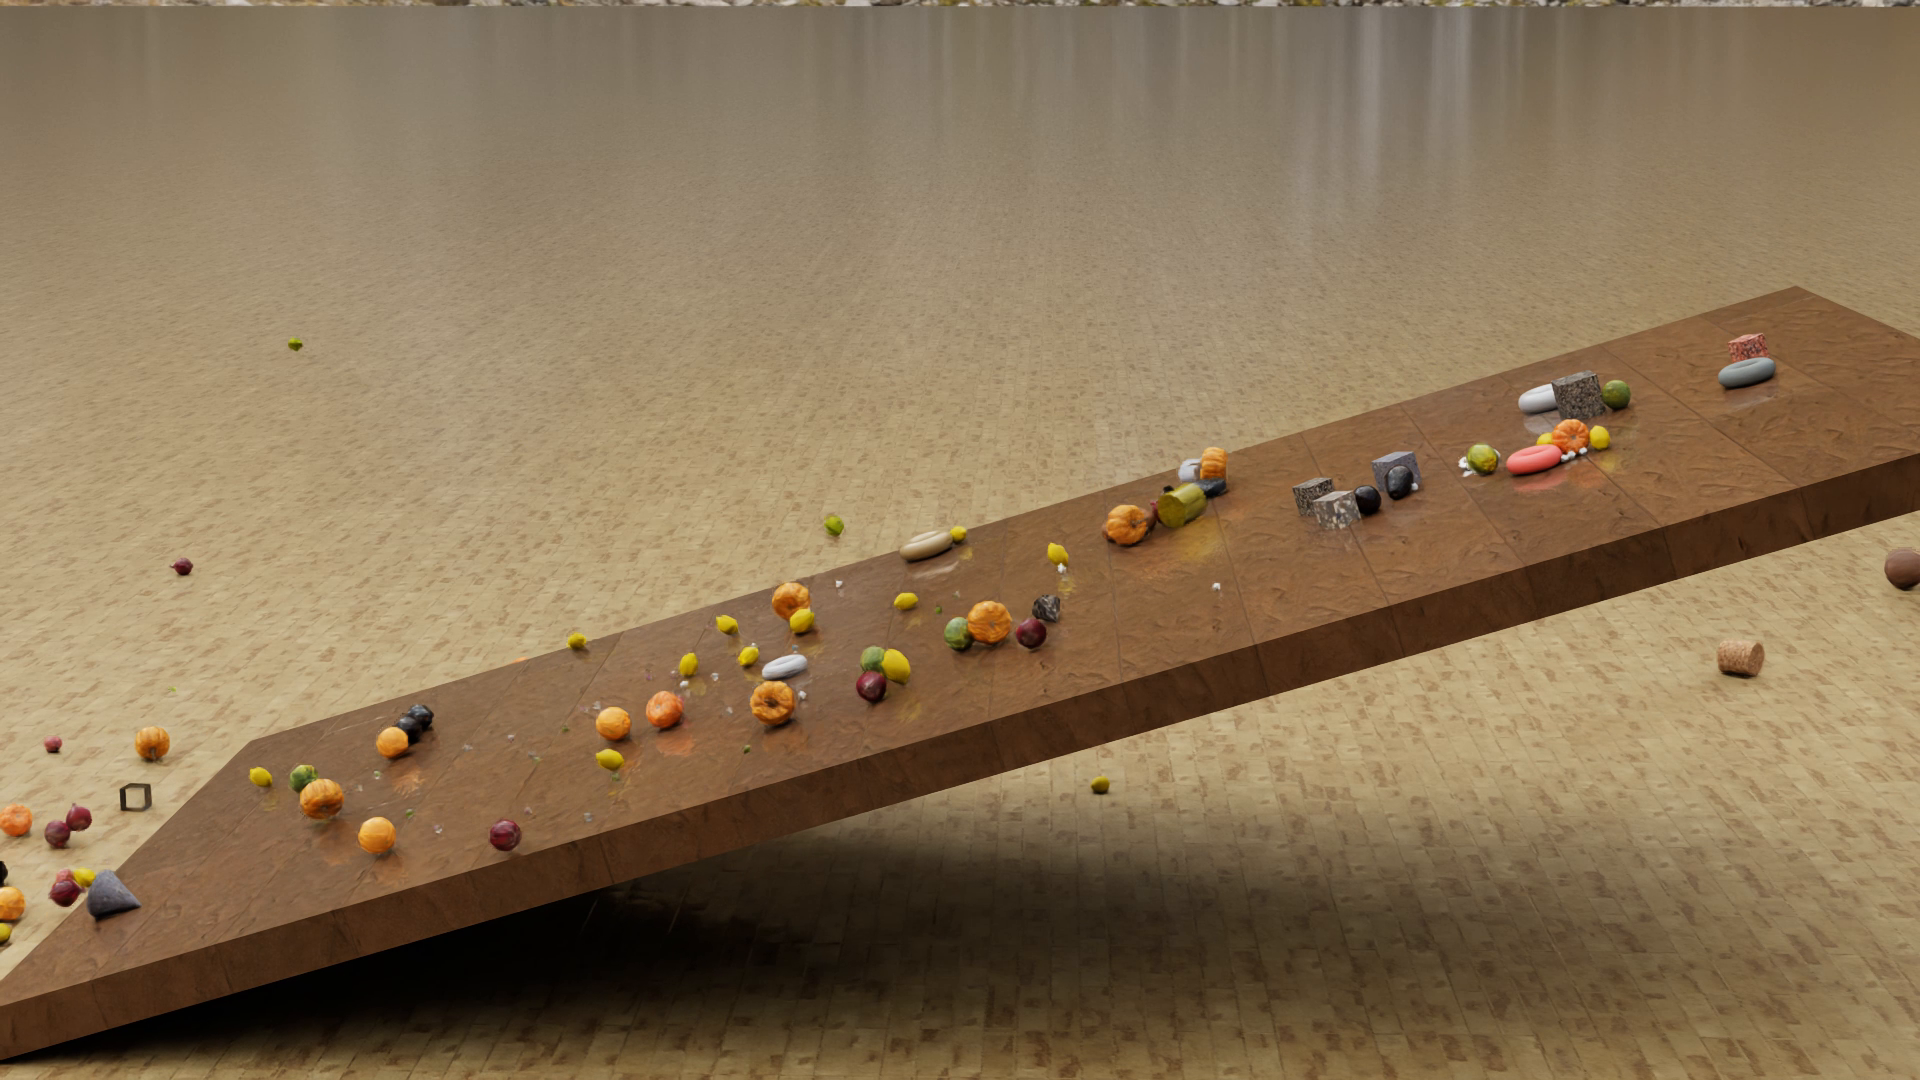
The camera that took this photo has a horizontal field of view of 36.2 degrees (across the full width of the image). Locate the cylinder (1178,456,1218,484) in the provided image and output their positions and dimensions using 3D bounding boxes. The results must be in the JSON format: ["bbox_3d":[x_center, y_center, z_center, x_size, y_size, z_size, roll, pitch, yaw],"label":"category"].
[{"bbox_3d":[0.560,-0.158,6.902,0.068,0.068,0.068,-7,13,-31],"label":"cylinder"}]

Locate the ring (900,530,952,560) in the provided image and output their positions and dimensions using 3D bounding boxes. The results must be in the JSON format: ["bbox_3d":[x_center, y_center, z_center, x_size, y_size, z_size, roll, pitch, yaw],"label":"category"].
[{"bbox_3d":[-0.082,0.013,7.127,0.135,0.045,0.135,-18,10,3],"label":"ring"}]

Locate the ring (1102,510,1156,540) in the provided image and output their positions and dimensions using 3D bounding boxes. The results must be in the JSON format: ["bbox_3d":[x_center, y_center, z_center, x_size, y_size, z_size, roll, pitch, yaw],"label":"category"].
[{"bbox_3d":[0.379,-0.033,6.610,0.128,0.043,0.128,-16,11,3],"label":"ring"}]

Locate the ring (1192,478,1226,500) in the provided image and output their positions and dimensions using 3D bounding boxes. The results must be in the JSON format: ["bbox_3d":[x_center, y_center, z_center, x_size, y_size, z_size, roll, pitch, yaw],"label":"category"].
[{"bbox_3d":[0.562,-0.115,6.770,0.105,0.035,0.105,-16,11,3],"label":"ring"}]

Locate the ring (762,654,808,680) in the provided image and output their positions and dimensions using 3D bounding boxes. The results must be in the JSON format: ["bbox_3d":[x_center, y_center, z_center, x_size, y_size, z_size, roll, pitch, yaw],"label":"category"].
[{"bbox_3d":[-0.372,0.272,6.252,0.100,0.033,0.100,-16,11,3],"label":"ring"}]

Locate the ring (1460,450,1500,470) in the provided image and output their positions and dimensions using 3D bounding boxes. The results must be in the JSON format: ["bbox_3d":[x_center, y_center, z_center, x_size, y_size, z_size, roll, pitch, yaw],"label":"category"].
[{"bbox_3d":[1.092,-0.168,6.182,0.087,0.029,0.087,-16,11,3],"label":"ring"}]

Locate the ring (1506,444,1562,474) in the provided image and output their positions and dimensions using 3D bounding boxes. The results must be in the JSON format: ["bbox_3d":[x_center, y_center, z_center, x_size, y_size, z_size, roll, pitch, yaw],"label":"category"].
[{"bbox_3d":[1.172,-0.164,6.001,0.114,0.038,0.114,-16,11,3],"label":"ring"}]

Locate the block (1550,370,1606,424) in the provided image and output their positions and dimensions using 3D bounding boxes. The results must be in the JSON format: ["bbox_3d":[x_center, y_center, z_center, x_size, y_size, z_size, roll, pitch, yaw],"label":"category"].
[{"bbox_3d":[1.340,-0.310,6.370,0.086,0.086,0.086,-17,10,4],"label":"block"}]

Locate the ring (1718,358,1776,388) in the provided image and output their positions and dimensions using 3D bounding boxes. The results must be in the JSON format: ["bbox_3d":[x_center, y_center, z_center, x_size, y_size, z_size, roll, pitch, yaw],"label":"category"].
[{"bbox_3d":[1.658,-0.353,6.198,0.120,0.040,0.120,-17,9,3],"label":"ring"}]

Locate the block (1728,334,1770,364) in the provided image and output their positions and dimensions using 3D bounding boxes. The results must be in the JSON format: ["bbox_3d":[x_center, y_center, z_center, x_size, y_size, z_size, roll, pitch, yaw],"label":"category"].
[{"bbox_3d":[1.711,-0.412,6.383,0.055,0.055,0.055,-23,12,-30],"label":"block"}]

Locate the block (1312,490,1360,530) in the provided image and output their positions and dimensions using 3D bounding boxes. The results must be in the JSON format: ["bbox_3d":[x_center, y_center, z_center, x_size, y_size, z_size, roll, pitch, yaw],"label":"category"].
[{"bbox_3d":[0.774,-0.061,6.044,0.061,0.061,0.061,-24,12,-32],"label":"block"}]

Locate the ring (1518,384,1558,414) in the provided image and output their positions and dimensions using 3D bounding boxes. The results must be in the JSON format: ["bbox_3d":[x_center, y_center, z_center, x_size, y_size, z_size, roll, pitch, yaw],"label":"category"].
[{"bbox_3d":[1.315,-0.318,6.570,0.136,0.045,0.136,-17,9,3],"label":"ring"}]

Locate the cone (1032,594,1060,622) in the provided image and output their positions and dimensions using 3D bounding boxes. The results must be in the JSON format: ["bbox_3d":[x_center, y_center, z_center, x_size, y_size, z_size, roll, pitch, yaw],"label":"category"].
[{"bbox_3d":[0.187,0.152,5.974,0.061,0.061,0.061,-5,32,-22],"label":"cone"}]

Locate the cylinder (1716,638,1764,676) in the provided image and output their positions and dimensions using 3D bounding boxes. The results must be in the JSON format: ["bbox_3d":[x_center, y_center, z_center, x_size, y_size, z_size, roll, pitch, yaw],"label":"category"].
[{"bbox_3d":[2.271,0.342,8.561,0.098,0.098,0.098,10,15,40],"label":"cylinder"}]

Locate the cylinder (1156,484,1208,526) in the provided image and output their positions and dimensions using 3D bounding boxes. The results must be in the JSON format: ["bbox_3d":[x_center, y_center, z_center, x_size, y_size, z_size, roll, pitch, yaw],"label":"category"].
[{"bbox_3d":[0.494,-0.076,6.541,0.080,0.080,0.080,10,19,41],"label":"cylinder"}]

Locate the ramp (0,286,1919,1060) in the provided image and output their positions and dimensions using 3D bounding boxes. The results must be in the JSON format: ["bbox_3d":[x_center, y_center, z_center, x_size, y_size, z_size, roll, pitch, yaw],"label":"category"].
[{"bbox_3d":[0.094,0.185,6.316,4.000,0.100,2.000,-16,10,5],"label":"ramp"}]

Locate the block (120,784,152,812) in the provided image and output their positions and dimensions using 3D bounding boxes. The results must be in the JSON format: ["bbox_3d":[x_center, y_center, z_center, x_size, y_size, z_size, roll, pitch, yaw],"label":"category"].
[{"bbox_3d":[-2.016,0.630,7.196,0.056,0.056,0.056,2,11,9],"label":"block"}]

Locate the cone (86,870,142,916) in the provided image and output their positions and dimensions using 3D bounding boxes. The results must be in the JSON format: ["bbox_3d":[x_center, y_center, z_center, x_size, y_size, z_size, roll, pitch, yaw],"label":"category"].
[{"bbox_3d":[-1.701,0.730,5.971,0.099,0.099,0.099,14,15,16],"label":"cone"}]

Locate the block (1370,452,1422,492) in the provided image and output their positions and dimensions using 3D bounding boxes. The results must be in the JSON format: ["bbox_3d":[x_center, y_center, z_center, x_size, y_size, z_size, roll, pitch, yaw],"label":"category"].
[{"bbox_3d":[0.923,-0.144,6.223,0.067,0.067,0.067,-22,11,-25],"label":"block"}]

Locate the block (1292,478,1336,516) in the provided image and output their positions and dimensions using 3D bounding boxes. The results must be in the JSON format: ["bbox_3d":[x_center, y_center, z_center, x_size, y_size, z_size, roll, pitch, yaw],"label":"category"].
[{"bbox_3d":[0.755,-0.091,6.232,0.064,0.064,0.064,-22,11,-23],"label":"block"}]
